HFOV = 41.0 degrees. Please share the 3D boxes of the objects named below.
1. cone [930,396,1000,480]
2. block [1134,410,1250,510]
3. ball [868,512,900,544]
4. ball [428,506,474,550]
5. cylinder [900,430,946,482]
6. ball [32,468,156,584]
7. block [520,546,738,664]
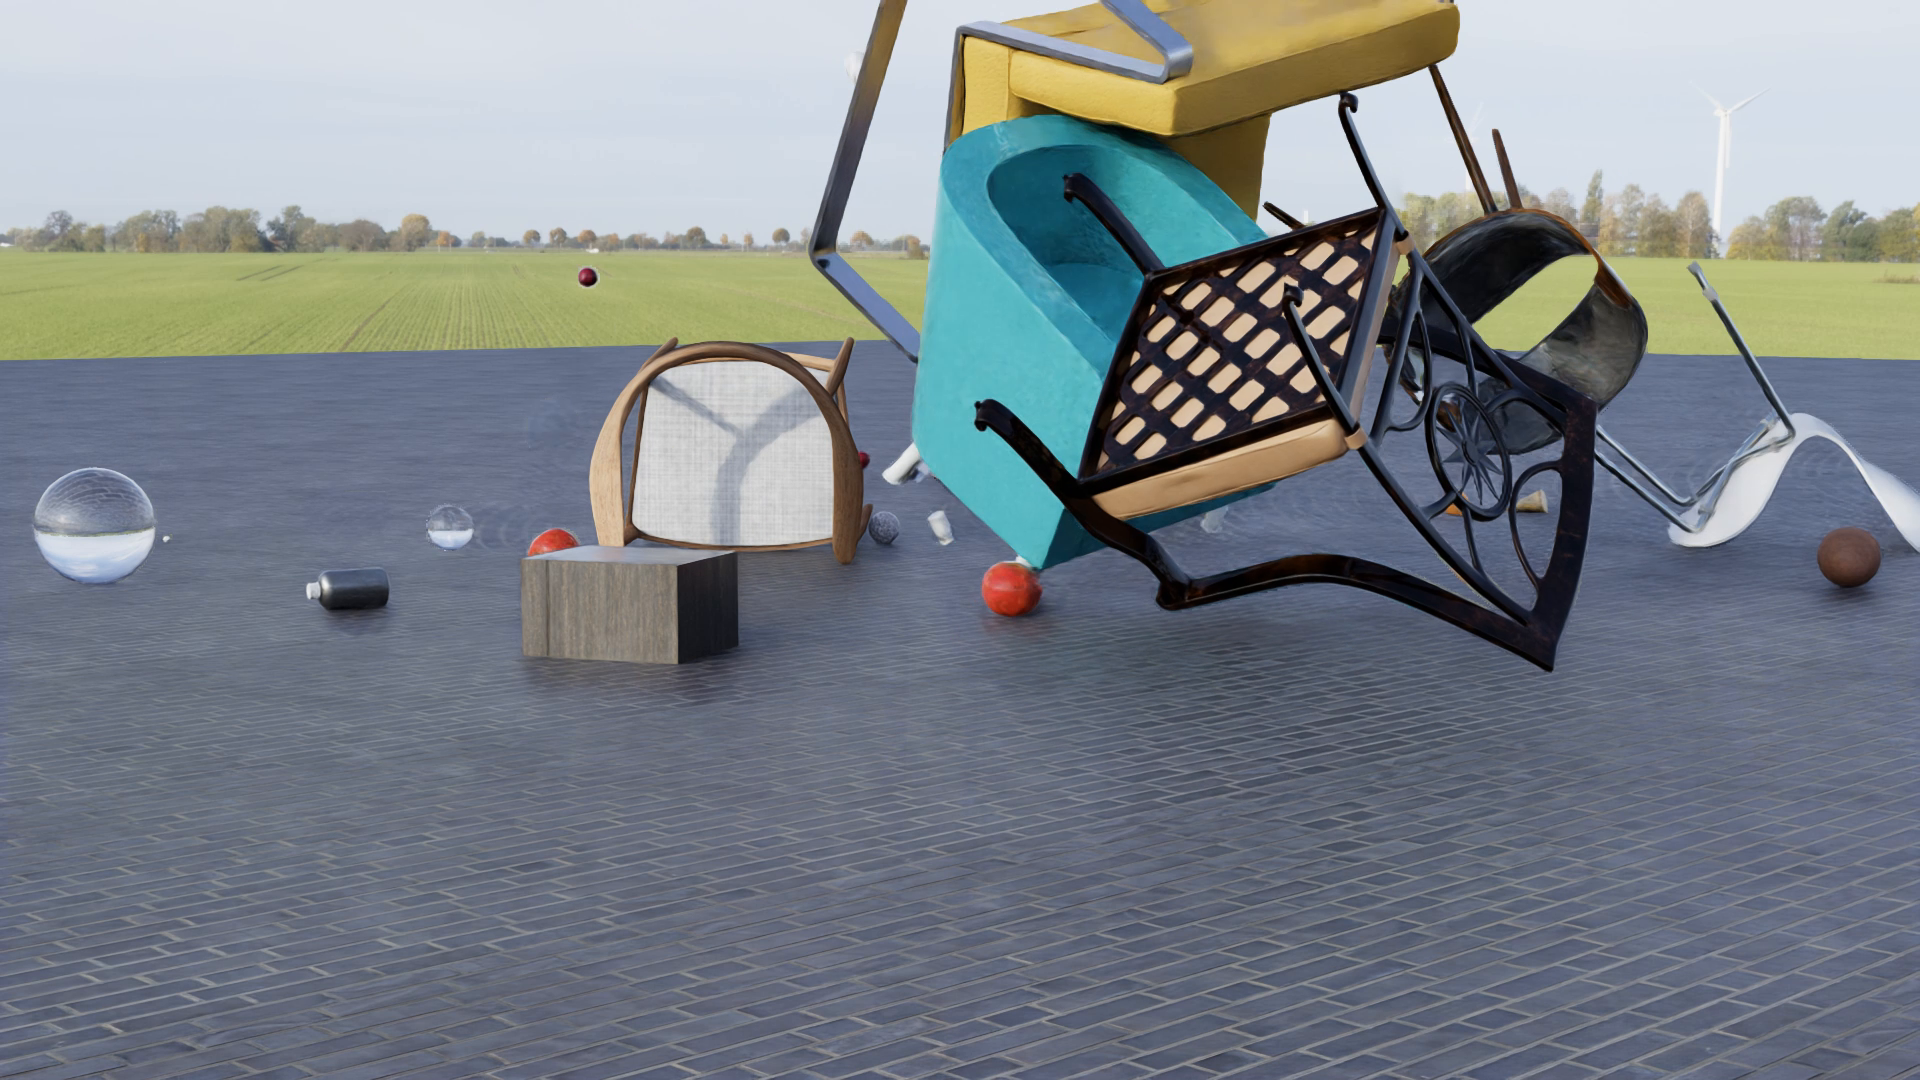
[{"bbox_3d":[0.067,-0.298,8.411,0.219,0.314,0.273,28,24,-45],"label":"cone"},{"bbox_3d":[0.658,-0.228,7.284,0.239,0.161,0.173,43,21,16],"label":"block"},{"bbox_3d":[-0.187,-0.031,6.322,0.080,0.080,0.080,0,6,0],"label":"ball"},{"bbox_3d":[-1.224,-0.029,6.161,0.109,0.109,0.109,0,6,0],"label":"ball"},{"bbox_3d":[-0.117,-0.268,8.227,0.103,0.108,0.187,40,19,-12],"label":"cylinder"},{"bbox_3d":[-1.848,-0.030,5.481,0.250,0.250,0.250,0,6,0],"label":"ball"},{"bbox_3d":[-0.578,0.111,4.513,0.301,0.169,0.238,2,6,20],"label":"block"}]
